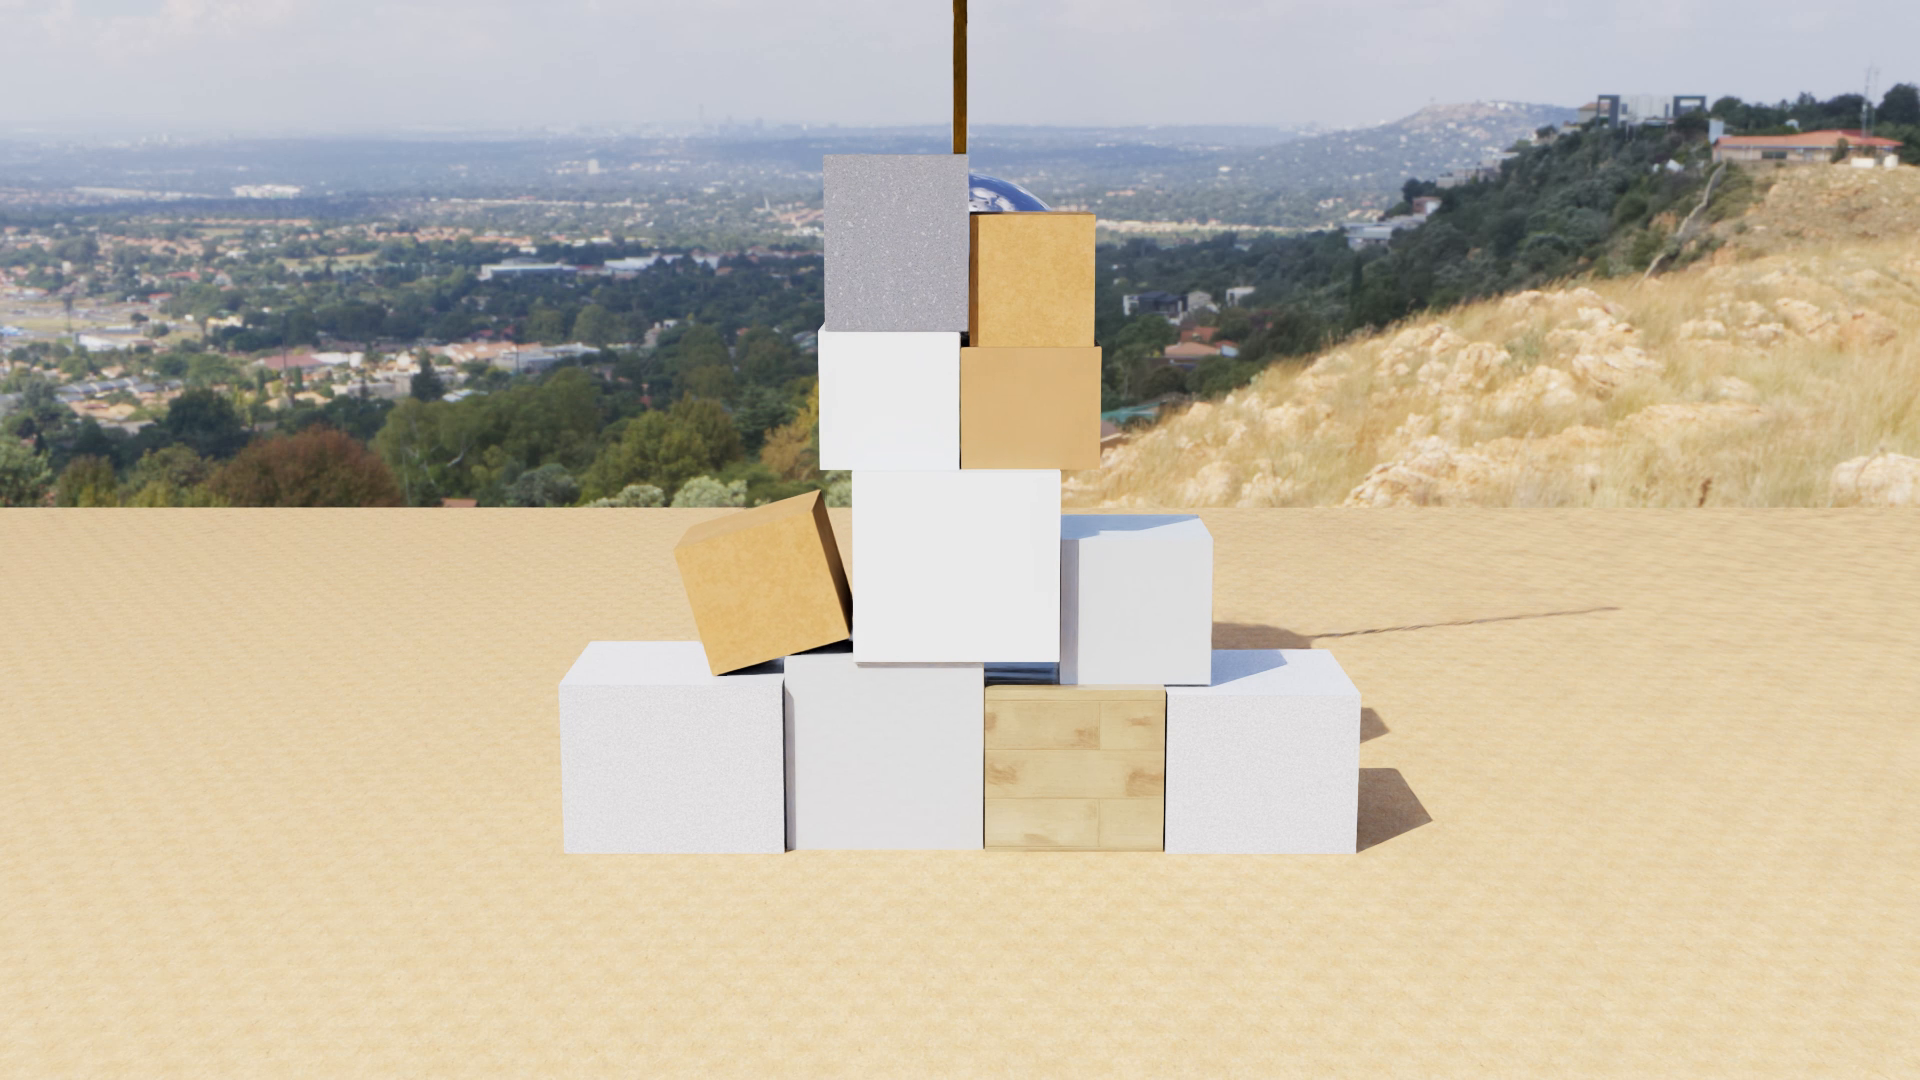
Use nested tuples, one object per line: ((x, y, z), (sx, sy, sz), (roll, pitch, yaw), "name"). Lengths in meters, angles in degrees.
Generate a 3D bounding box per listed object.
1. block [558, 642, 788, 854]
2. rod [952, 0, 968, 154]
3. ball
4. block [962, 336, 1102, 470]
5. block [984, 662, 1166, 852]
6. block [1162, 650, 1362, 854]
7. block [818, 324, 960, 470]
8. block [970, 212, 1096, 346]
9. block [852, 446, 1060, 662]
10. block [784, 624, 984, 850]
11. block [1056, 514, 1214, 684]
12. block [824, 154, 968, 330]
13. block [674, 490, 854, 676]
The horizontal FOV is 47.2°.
((-1.425, 1.052, 11.360), (1.097, 0.866, 0.955), (0, 10, 0), "block")
((0.000, -4.267, 11.415), (0.080, 5.200, 0.080), (0, 33, 0), "rod")
((0.000, -1.409, 13.257), (1.600, 1.600, 1.600), (0, 10, 0), "ball")
((0.346, -0.699, 11.048), (0.679, 0.598, 0.672), (0, 10, 0), "block")
((0.569, 1.070, 11.355), (0.889, 0.832, 0.896), (0, 10, 0), "block")
((1.498, 1.075, 11.373), (0.950, 0.816, 0.981), (0, 10, 0), "block")
((-0.345, -0.739, 11.038), (0.682, 0.679, 0.680), (0, 10, 0), "block")
((0.350, -1.307, 10.946), (0.605, 0.635, 0.598), (0, 10, 0), "block")
((-0.018, 0.053, 11.207), (1.013, 0.940, 0.942), (0, 10, 0), "block")
((-0.376, 0.995, 11.375), (0.981, 0.973, 0.880), (0, 10, 0), "block")
((0.873, 0.292, 11.252), (0.749, 0.735, 0.728), (0, 10, 0), "block")
((-0.308, -1.488, 10.915), (0.691, 0.839, 0.717), (0, 10, 0), "block")
((-0.982, 0.207, 11.238), (0.714, 0.666, 0.687), (-16, 10, 3), "block")
